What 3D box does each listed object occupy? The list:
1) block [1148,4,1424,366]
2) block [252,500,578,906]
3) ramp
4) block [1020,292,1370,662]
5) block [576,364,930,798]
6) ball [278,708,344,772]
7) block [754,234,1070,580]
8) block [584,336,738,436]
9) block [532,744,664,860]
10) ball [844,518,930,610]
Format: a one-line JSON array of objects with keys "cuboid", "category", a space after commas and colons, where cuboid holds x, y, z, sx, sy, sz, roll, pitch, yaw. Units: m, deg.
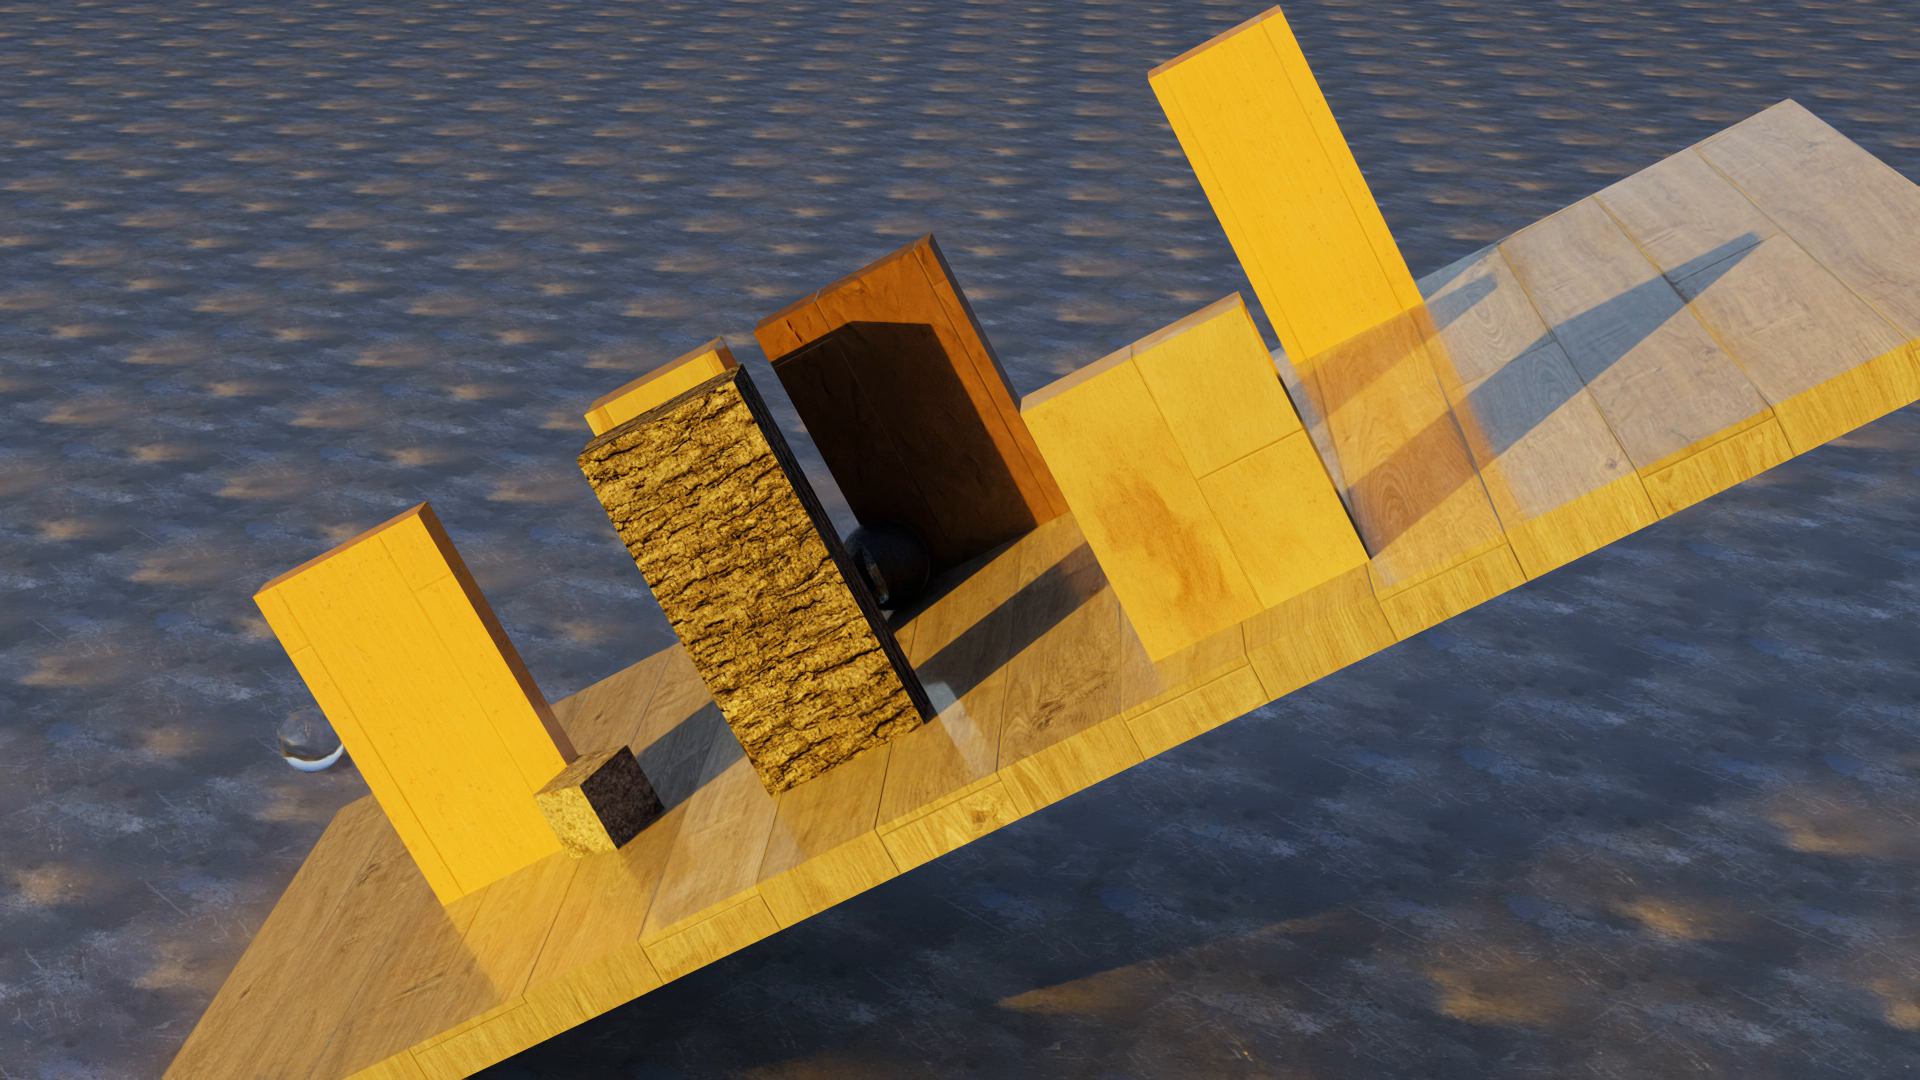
[{"cuboid": [0.756, -0.820, 6.827, 0.337, 0.752, 0.126, -26, 14, 10], "category": "block"}, {"cuboid": [-1.108, 0.351, 6.213, 0.401, 0.780, 0.095, -26, 14, 10], "category": "block"}, {"cuboid": [0.140, 0.167, 6.281, 4.000, 0.100, 2.000, -26, 14, 10], "category": "ramp"}, {"cuboid": [0.430, -0.112, 5.387, 0.441, 0.534, 0.116, -26, 14, 10], "category": "block"}, {"cuboid": [-0.399, 0.083, 5.785, 0.346, 0.781, 0.147, -26, 14, 10], "category": "block"}, {"cuboid": [-1.776, 0.549, 8.054, 0.177, 0.177, 0.177, 0, 17, 0], "category": "ball"}, {"cuboid": [-0.103, -0.284, 6.705, 0.445, 0.694, 0.119, -26, 14, 10], "category": "block"}, {"cuboid": [-0.492, -0.038, 6.467, 0.322, 0.748, 0.127, -26, 14, 10], "category": "block"}, {"cuboid": [-0.753, 0.546, 6.125, 0.159, 0.159, 0.159, -15, 19, 43], "category": "block"}, {"cuboid": [-0.171, 0.056, 6.641, 0.208, 0.208, 0.208, 0, 17, 0], "category": "ball"}]
